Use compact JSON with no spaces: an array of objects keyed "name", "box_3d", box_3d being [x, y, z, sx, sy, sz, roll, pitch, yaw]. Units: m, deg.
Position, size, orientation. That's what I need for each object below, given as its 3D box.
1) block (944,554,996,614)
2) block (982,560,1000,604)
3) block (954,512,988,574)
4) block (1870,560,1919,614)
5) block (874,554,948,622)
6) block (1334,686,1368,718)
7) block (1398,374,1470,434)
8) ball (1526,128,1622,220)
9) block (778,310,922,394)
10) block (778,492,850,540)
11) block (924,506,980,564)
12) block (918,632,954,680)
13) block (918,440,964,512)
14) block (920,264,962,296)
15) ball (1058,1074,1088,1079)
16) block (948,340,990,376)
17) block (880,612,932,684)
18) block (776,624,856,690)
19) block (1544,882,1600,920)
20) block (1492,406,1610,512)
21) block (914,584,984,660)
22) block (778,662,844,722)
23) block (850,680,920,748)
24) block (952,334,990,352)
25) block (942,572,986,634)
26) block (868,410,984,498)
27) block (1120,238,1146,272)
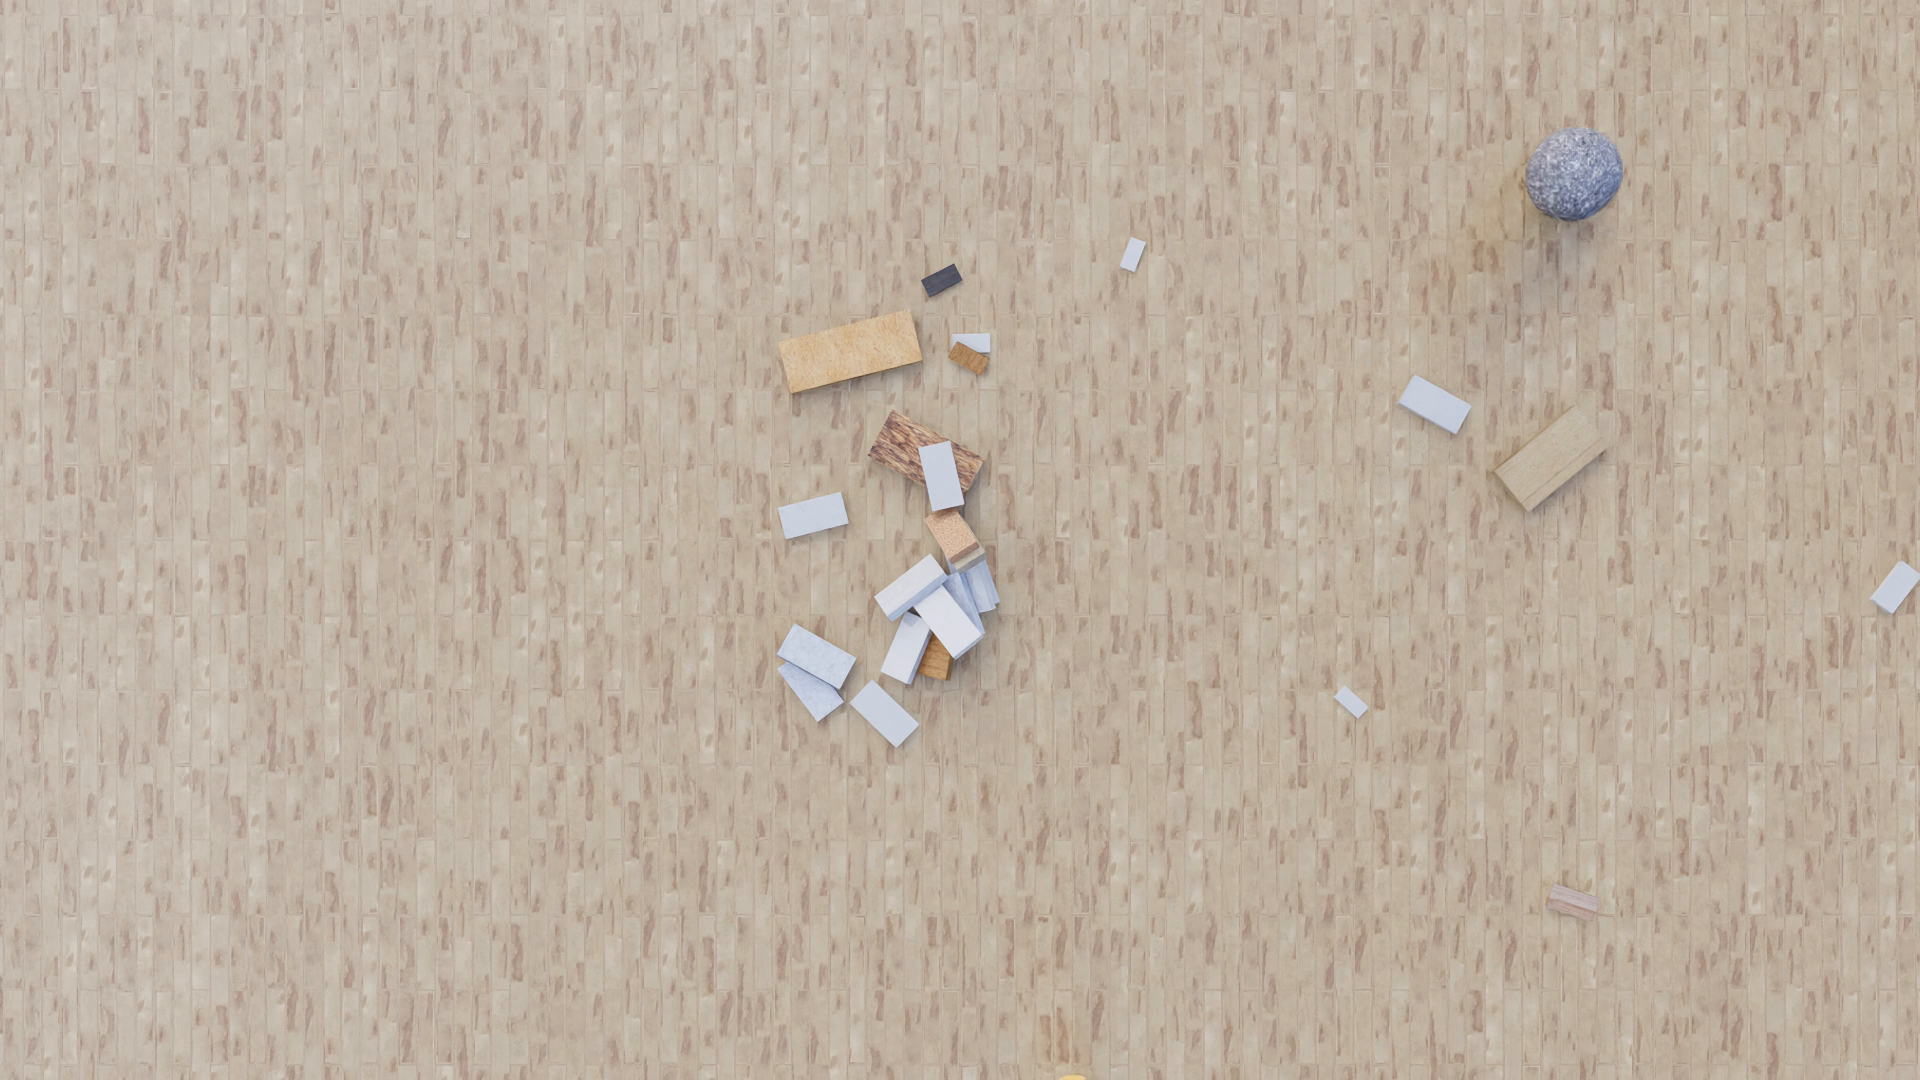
[{"name":"block","box_3d":[0.033,0.134,5.453,0.110,0.031,0.220,-16,92,31]},{"name":"block","box_3d":[0.069,0.143,5.489,0.080,0.023,0.160,-19,90,0]},{"name":"block","box_3d":[0.001,0.010,5.414,0.108,0.030,0.215,-32,46,0]},{"name":"block","box_3d":[3.114,0.158,5.489,0.080,0.023,0.160,37,90,0]},{"name":"block","box_3d":[-0.160,0.157,5.444,0.236,0.118,0.033,-38,131,0]},{"name":"block","box_3d":[1.303,0.540,5.493,0.104,0.015,0.052,42,90,0]},{"name":"block","box_3d":[1.578,-0.450,5.485,0.213,0.030,0.107,29,90,0]},{"name":"ball","box_3d":[1.989,-1.185,5.354,0.293,0.293,0.293,0,90,0]},{"name":"block","box_3d":[-0.363,-0.624,5.475,0.449,0.049,0.174,-14,90,0]},{"name":"block","box_3d":[-0.487,-0.081,5.485,0.215,0.030,0.108,-14,90,0]},{"name":"block","box_3d":[-0.028,-0.024,5.414,0.108,0.030,0.215,-32,46,0]},{"name":"block","box_3d":[-0.066,0.347,5.455,0.108,0.031,0.217,12,93,31]},{"name":"block","box_3d":[-0.062,-0.210,5.436,0.107,0.030,0.213,-13,90,0]},{"name":"block","box_3d":[-0.061,-0.865,5.491,0.124,0.018,0.062,-27,90,0]},{"name":"ball","box_3d":[0.373,1.839,5.420,0.159,0.159,0.159,0,90,0]},{"name":"block","box_3d":[0.030,-0.604,5.478,0.124,0.018,0.062,28,102,-7]},{"name":"block","box_3d":[-0.171,0.356,5.461,0.108,0.031,0.217,23,90,28]},{"name":"block","box_3d":[-0.475,0.386,5.457,0.236,0.033,0.118,30,76,-6]},{"name":"block","box_3d":[2.038,1.204,5.489,0.160,0.023,0.080,18,90,0]},{"name":"block","box_3d":[1.958,-0.270,5.475,0.347,0.049,0.174,-39,90,0]},{"name":"block","box_3d":[-0.042,0.262,5.395,0.118,0.033,0.240,-39,68,-1]},{"name":"block","box_3d":[-0.495,0.482,5.484,0.110,0.031,0.221,-37,90,0]},{"name":"block","box_3d":[-0.251,0.576,5.485,0.217,0.031,0.108,44,90,0]},{"name":"block","box_3d":[0.037,-0.654,5.491,0.124,0.018,0.062,-1,90,0]},{"name":"block","box_3d":[-0.004,0.221,5.456,0.110,0.031,0.220,-19,90,35]},{"name":"block","box_3d":[-0.112,-0.274,5.475,0.347,0.049,0.174,28,90,0]},{"name":"block","box_3d":[0.575,-0.950,5.493,0.052,0.015,0.104,21,90,0]}]
